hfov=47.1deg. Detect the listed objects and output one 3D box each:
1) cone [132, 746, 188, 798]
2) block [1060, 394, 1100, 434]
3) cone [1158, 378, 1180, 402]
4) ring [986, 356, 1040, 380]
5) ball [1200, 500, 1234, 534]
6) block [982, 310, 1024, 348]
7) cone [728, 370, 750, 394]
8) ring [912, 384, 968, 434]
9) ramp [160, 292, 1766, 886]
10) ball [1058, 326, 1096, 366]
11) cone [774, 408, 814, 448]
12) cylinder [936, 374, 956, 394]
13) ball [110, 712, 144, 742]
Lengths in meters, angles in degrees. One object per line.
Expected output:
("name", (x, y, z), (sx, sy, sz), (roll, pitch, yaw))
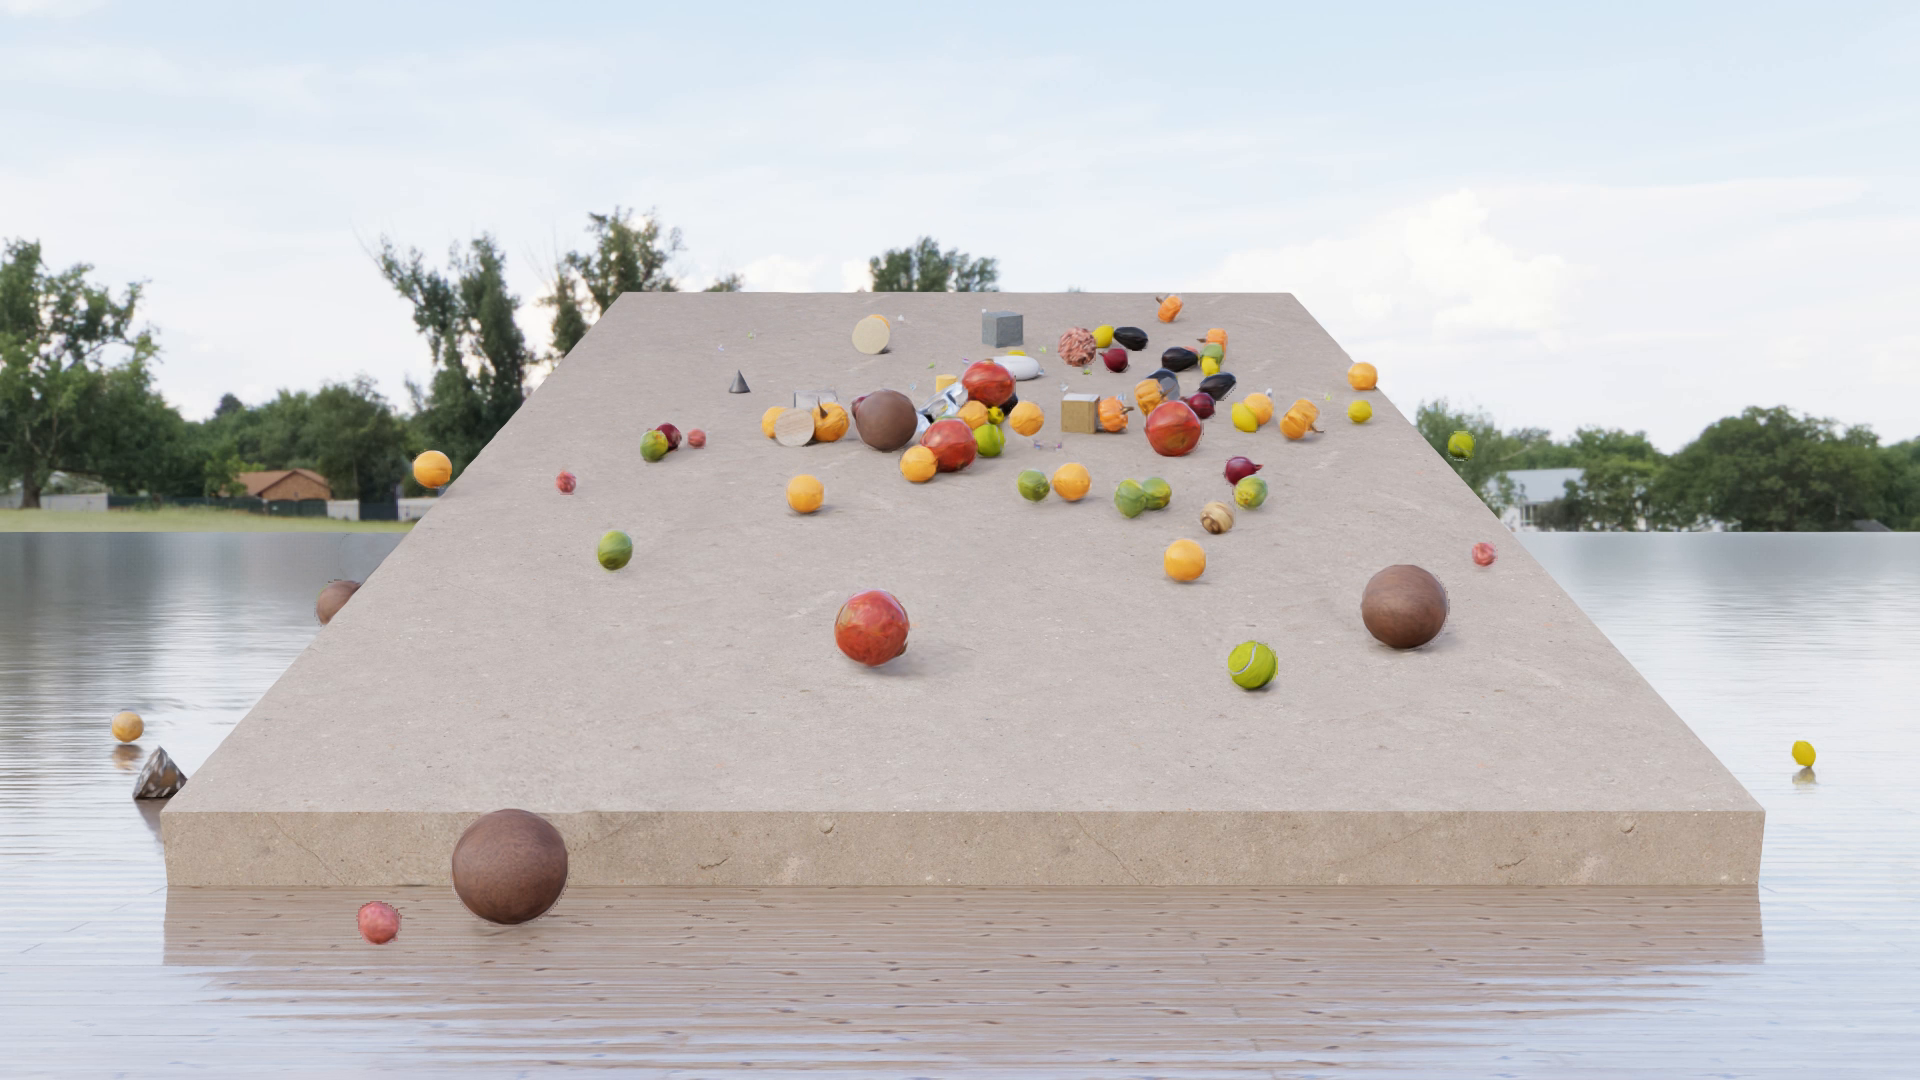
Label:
("cone", (-1.314, 0.407, 3.680), (0.096, 0.096, 0.096), (29, -12, -24))
("block", (0.262, -0.276, 4.797), (0.072, 0.072, 0.072), (4, 16, 13))
("cone", (0.474, -0.341, 5.117), (0.059, 0.059, 0.059), (0, -12, -17))
("ring", (0.129, -0.418, 5.360), (0.132, 0.044, 0.132), (0, 17, 0))
("ball", (0.465, -0.041, 3.980), (0.062, 0.062, 0.062), (0, 0, 0))
("block", (0.111, -0.552, 5.770), (0.079, 0.079, 0.079), (-8, 18, -27))
("cone", (-0.520, -0.376, 5.188), (0.053, 0.053, 0.053), (0, 16, 0))
("ring", (-0.044, -0.286, 4.769), (0.145, 0.048, 0.145), (-36, 10, 8))
("ramp", (-0.002, -0.154, 4.681), (2.000, 0.100, 4.000), (0, 16, 0))
("ball", (0.293, -0.483, 5.491), (0.096, 0.096, 0.096), (0, 0, 0))
("cone", (-0.344, -0.229, 4.691), (0.086, 0.086, 0.086), (0, -11, 9))
("cylinder", (-0.032, -0.354, 5.117), (0.050, 0.050, 0.050), (0, 16, 0))
("ball", (-1.737, 0.390, 4.596), (0.065, 0.065, 0.065), (0, 0, 0))
